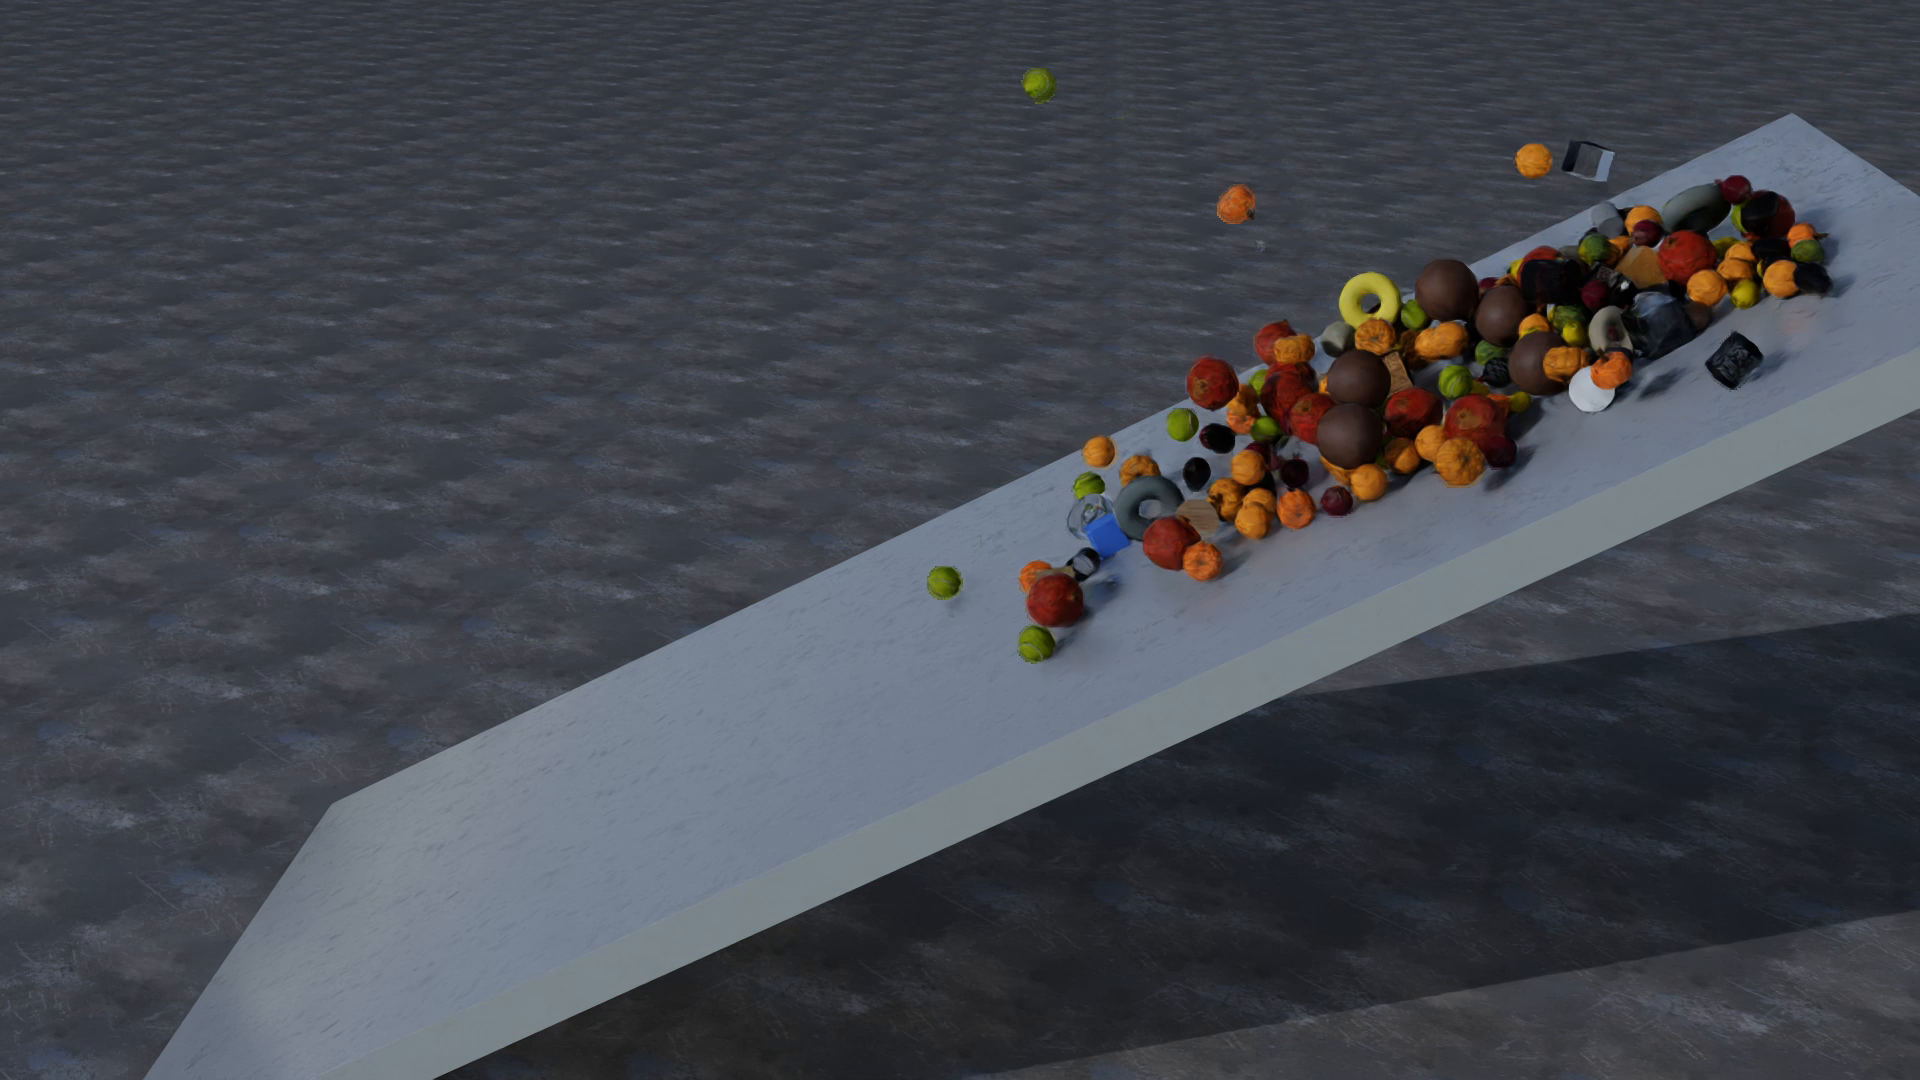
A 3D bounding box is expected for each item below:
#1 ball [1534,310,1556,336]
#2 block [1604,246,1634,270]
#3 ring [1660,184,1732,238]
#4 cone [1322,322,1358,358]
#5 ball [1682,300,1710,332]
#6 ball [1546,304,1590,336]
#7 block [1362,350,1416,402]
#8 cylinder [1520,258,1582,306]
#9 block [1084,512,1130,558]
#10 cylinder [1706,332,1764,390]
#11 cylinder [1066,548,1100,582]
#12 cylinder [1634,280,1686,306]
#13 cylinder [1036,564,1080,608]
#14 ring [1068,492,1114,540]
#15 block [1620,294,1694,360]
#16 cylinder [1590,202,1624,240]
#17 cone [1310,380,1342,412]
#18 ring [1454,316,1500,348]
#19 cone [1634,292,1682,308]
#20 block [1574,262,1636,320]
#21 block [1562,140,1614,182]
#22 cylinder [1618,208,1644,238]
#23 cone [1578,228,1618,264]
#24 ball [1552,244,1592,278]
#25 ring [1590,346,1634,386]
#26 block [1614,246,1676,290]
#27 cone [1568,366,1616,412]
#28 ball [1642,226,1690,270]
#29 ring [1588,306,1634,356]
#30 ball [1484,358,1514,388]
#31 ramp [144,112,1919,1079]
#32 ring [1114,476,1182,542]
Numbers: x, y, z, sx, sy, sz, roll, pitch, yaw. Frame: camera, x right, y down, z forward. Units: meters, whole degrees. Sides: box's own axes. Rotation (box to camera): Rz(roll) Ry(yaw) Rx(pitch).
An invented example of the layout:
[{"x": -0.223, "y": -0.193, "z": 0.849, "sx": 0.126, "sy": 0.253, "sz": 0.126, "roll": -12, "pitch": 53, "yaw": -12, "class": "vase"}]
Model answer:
[{"x": 1.225, "y": -0.453, "z": 6.141, "sx": 0.056, "sy": 0.056, "sz": 0.056, "roll": 0, "pitch": 17, "yaw": 0, "class": "ball"}, {"x": 1.376, "y": -0.550, "z": 6.092, "sx": 0.078, "sy": 0.078, "sz": 0.078, "roll": -32, "pitch": 0, "yaw": 26, "class": "block"}, {"x": 1.483, "y": -0.662, "z": 5.925, "sx": 0.147, "sy": 0.147, "sz": 0.049, "roll": -6, "pitch": 62, "yaw": -19, "class": "ring"}, {"x": 0.834, "y": -0.430, "z": 6.440, "sx": 0.082, "sy": 0.082, "sz": 0.082, "roll": 1, "pitch": 15, "yaw": 3, "class": "cone"}, {"x": 1.419, "y": -0.433, "z": 5.682, "sx": 0.058, "sy": 0.058, "sz": 0.058, "roll": 0, "pitch": 17, "yaw": 0, "class": "ball"}, {"x": 1.255, "y": -0.469, "z": 6.053, "sx": 0.096, "sy": 0.096, "sz": 0.096, "roll": 0, "pitch": 17, "yaw": 0, "class": "ball"}, {"x": 0.900, "y": -0.344, "z": 6.166, "sx": 0.080, "sy": 0.080, "sz": 0.080, "roll": -24, "pitch": -1, "yaw": 14, "class": "block"}, {"x": 1.185, "y": -0.517, "z": 5.893, "sx": 0.090, "sy": 0.090, "sz": 0.090, "roll": 7, "pitch": 17, "yaw": 43, "class": "cylinder"}, {"x": 0.311, "y": -0.009, "z": 6.245, "sx": 0.066, "sy": 0.066, "sz": 0.066, "roll": -29, "pitch": 14, "yaw": -6, "class": "block"}, {"x": 1.384, "y": -0.320, "z": 5.258, "sx": 0.072, "sy": 0.072, "sz": 0.072, "roll": 29, "pitch": 30, "yaw": -19, "class": "cylinder"}, {"x": 0.258, "y": 0.050, "z": 6.149, "sx": 0.054, "sy": 0.054, "sz": 0.054, "roll": 8, "pitch": 29, "yaw": 24, "class": "cylinder"}, {"x": 1.390, "y": -0.470, "z": 5.843, "sx": 0.076, "sy": 0.076, "sz": 0.076, "roll": -17, "pitch": 4, "yaw": 36, "class": "cylinder"}, {"x": 0.199, "y": 0.095, "z": 5.992, "sx": 0.076, "sy": 0.076, "sz": 0.076, "roll": -12, "pitch": 16, "yaw": 2, "class": "cylinder"}, {"x": 0.282, "y": -0.052, "z": 6.359, "sx": 0.038, "sy": 0.114, "sz": 0.114, "roll": 42, "pitch": -13, "yaw": -37, "class": "ring"}, {"x": 1.346, "y": -0.412, "z": 5.682, "sx": 0.089, "sy": 0.089, "sz": 0.089, "roll": -28, "pitch": 13, "yaw": -2, "class": "block"}, {"x": 1.356, "y": -0.669, "z": 6.159, "sx": 0.057, "sy": 0.057, "sz": 0.057, "roll": -3, "pitch": 41, "yaw": -8, "class": "cylinder"}, {"x": 0.788, "y": -0.317, "z": 6.398, "sx": 0.072, "sy": 0.072, "sz": 0.072, "roll": 7, "pitch": 1, "yaw": 23, "class": "cone"}, {"x": 1.122, "y": -0.452, "z": 6.381, "sx": 0.109, "sy": 0.036, "sz": 0.109, "roll": -27, "pitch": 12, "yaw": 6, "class": "ring"}, {"x": 1.357, "y": -0.419, "z": 5.753, "sx": 0.097, "sy": 0.097, "sz": 0.097, "roll": 14, "pitch": -22, "yaw": 6, "class": "cone"}, {"x": 1.300, "y": -0.488, "z": 5.926, "sx": 0.089, "sy": 0.089, "sz": 0.089, "roll": 33, "pitch": -7, "yaw": 31, "class": "block"}, {"x": 1.254, "y": -0.757, "z": 5.874, "sx": 0.064, "sy": 0.064, "sz": 0.064, "roll": 14, "pitch": 5, "yaw": -37, "class": "block"}, {"x": 1.409, "y": -0.669, "z": 6.198, "sx": 0.057, "sy": 0.057, "sz": 0.057, "roll": -5, "pitch": 0, "yaw": 0, "class": "cylinder"}, {"x": 1.354, "y": -0.599, "z": 6.171, "sx": 0.087, "sy": 0.087, "sz": 0.087, "roll": -14, "pitch": 33, "yaw": -39, "class": "cone"}, {"x": 1.266, "y": -0.571, "z": 6.089, "sx": 0.082, "sy": 0.082, "sz": 0.082, "roll": 0, "pitch": 17, "yaw": 0, "class": "ball"}, {"x": 1.247, "y": -0.329, "z": 5.646, "sx": 0.104, "sy": 0.035, "sz": 0.104, "roll": -38, "pitch": 23, "yaw": 19, "class": "ring"}, {"x": 1.376, "y": -0.537, "z": 5.943, "sx": 0.080, "sy": 0.080, "sz": 0.080, "roll": 40, "pitch": -5, "yaw": -8, "class": "block"}, {"x": 1.210, "y": -0.282, "z": 5.575, "sx": 0.089, "sy": 0.089, "sz": 0.089, "roll": 9, "pitch": 2, "yaw": 28, "class": "cone"}, {"x": 1.457, "y": -0.600, "z": 6.077, "sx": 0.096, "sy": 0.096, "sz": 0.096, "roll": 0, "pitch": 17, "yaw": 0, "class": "ball"}, {"x": 1.272, "y": -0.401, "z": 5.730, "sx": 0.112, "sy": 0.112, "sz": 0.037, "roll": -10, "pitch": 0, "yaw": -31, "class": "ring"}, {"x": 1.092, "y": -0.339, "z": 5.964, "sx": 0.062, "sy": 0.062, "sz": 0.062, "roll": 0, "pitch": 17, "yaw": 0, "class": "ball"}, {"x": 0.139, "y": 0.168, "z": 6.281, "sx": 4.000, "sy": 0.100, "sz": 2.000, "roll": -25, "pitch": 14, "yaw": 10, "class": "ramp"}, {"x": 0.394, "y": -0.065, "z": 6.095, "sx": 0.149, "sy": 0.149, "sz": 0.050, "roll": -1, "pitch": 24, "yaw": -5, "class": "ring"}]
